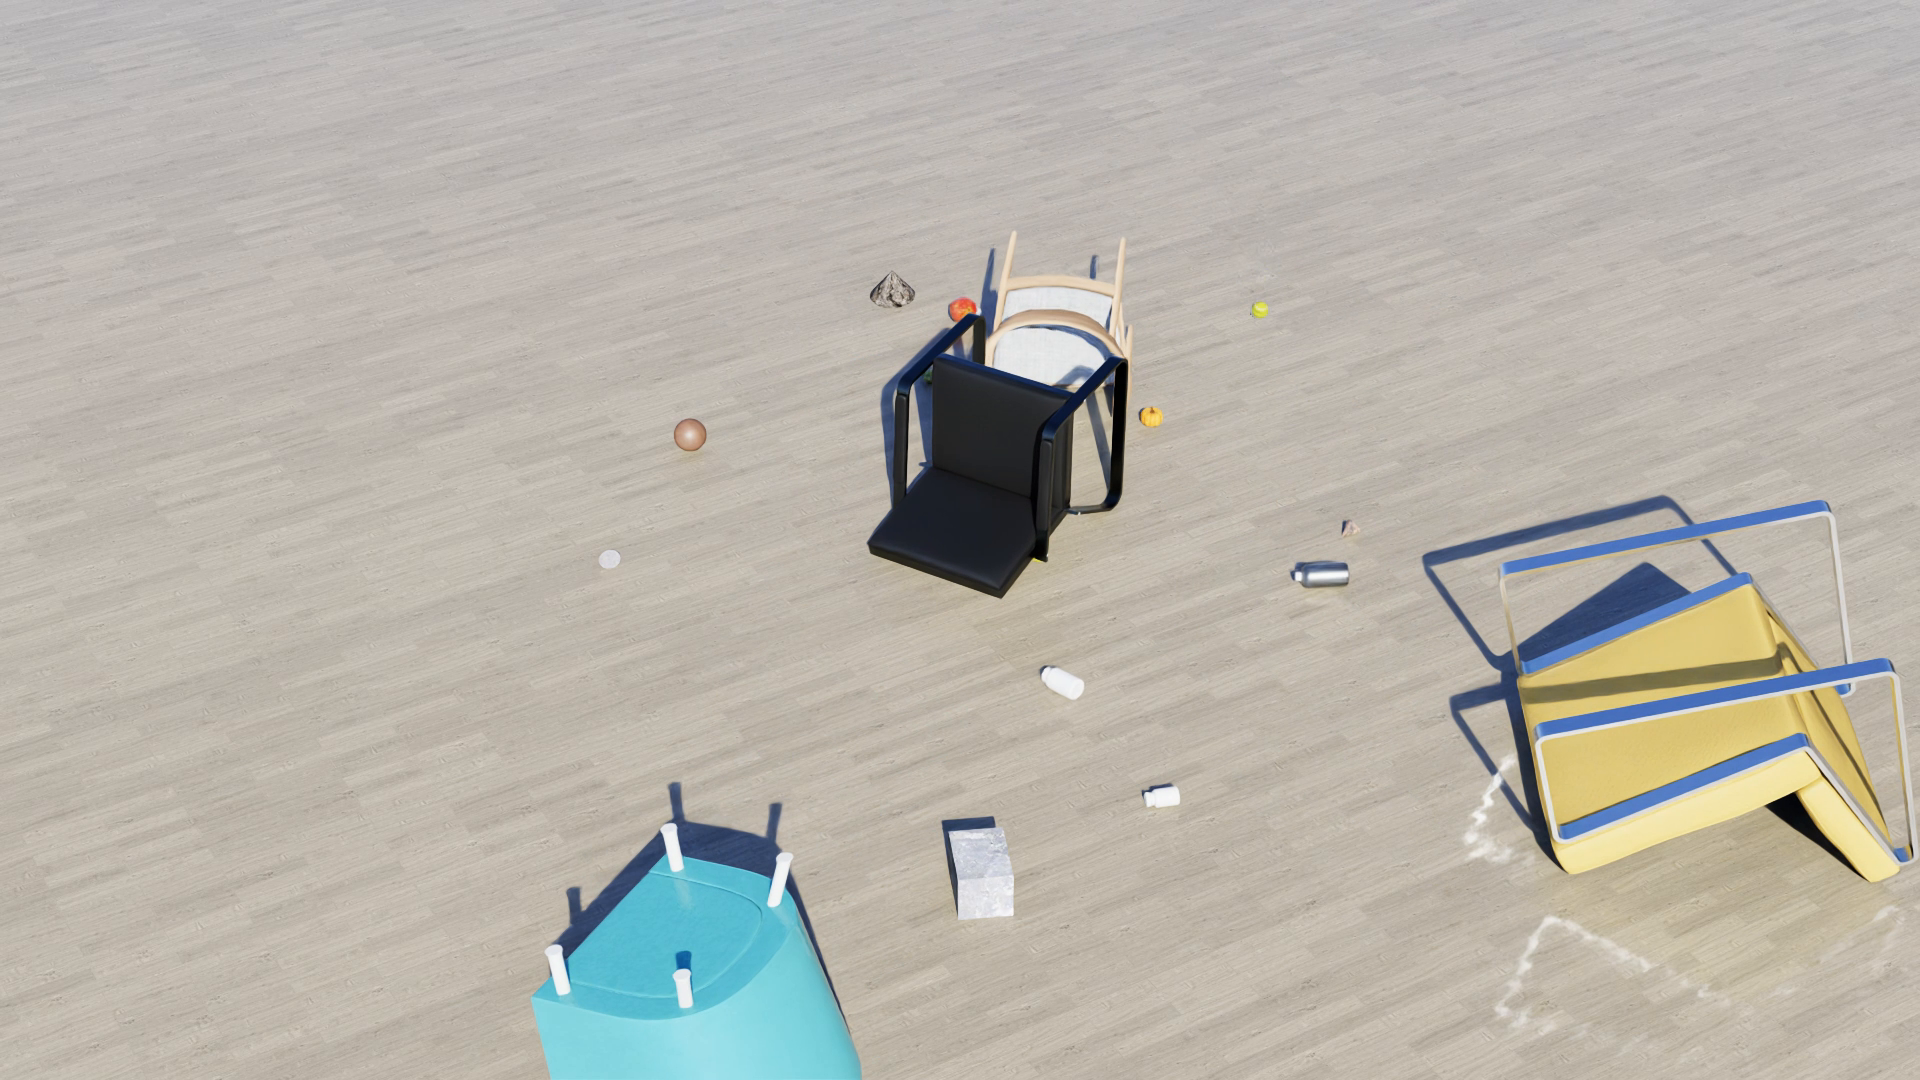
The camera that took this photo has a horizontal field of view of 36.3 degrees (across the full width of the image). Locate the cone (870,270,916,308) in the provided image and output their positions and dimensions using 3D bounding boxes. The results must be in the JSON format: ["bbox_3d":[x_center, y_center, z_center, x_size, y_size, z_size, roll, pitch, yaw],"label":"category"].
[{"bbox_3d":[-0.288,-1.097,12.499,0.194,0.121,0.232,3,33,4],"label":"cone"}]

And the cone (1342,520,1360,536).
[{"bbox_3d":[1.450,-0.032,10.965,0.065,0.066,0.076,-40,24,-8],"label":"cone"}]

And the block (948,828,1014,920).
[{"bbox_3d":[0.065,1.047,9.209,0.173,0.161,0.239,-4,34,-6],"label":"block"}]

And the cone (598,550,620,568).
[{"bbox_3d":[-1.297,0.069,10.813,0.080,0.067,0.063,-12,3,-12],"label":"cone"}]
